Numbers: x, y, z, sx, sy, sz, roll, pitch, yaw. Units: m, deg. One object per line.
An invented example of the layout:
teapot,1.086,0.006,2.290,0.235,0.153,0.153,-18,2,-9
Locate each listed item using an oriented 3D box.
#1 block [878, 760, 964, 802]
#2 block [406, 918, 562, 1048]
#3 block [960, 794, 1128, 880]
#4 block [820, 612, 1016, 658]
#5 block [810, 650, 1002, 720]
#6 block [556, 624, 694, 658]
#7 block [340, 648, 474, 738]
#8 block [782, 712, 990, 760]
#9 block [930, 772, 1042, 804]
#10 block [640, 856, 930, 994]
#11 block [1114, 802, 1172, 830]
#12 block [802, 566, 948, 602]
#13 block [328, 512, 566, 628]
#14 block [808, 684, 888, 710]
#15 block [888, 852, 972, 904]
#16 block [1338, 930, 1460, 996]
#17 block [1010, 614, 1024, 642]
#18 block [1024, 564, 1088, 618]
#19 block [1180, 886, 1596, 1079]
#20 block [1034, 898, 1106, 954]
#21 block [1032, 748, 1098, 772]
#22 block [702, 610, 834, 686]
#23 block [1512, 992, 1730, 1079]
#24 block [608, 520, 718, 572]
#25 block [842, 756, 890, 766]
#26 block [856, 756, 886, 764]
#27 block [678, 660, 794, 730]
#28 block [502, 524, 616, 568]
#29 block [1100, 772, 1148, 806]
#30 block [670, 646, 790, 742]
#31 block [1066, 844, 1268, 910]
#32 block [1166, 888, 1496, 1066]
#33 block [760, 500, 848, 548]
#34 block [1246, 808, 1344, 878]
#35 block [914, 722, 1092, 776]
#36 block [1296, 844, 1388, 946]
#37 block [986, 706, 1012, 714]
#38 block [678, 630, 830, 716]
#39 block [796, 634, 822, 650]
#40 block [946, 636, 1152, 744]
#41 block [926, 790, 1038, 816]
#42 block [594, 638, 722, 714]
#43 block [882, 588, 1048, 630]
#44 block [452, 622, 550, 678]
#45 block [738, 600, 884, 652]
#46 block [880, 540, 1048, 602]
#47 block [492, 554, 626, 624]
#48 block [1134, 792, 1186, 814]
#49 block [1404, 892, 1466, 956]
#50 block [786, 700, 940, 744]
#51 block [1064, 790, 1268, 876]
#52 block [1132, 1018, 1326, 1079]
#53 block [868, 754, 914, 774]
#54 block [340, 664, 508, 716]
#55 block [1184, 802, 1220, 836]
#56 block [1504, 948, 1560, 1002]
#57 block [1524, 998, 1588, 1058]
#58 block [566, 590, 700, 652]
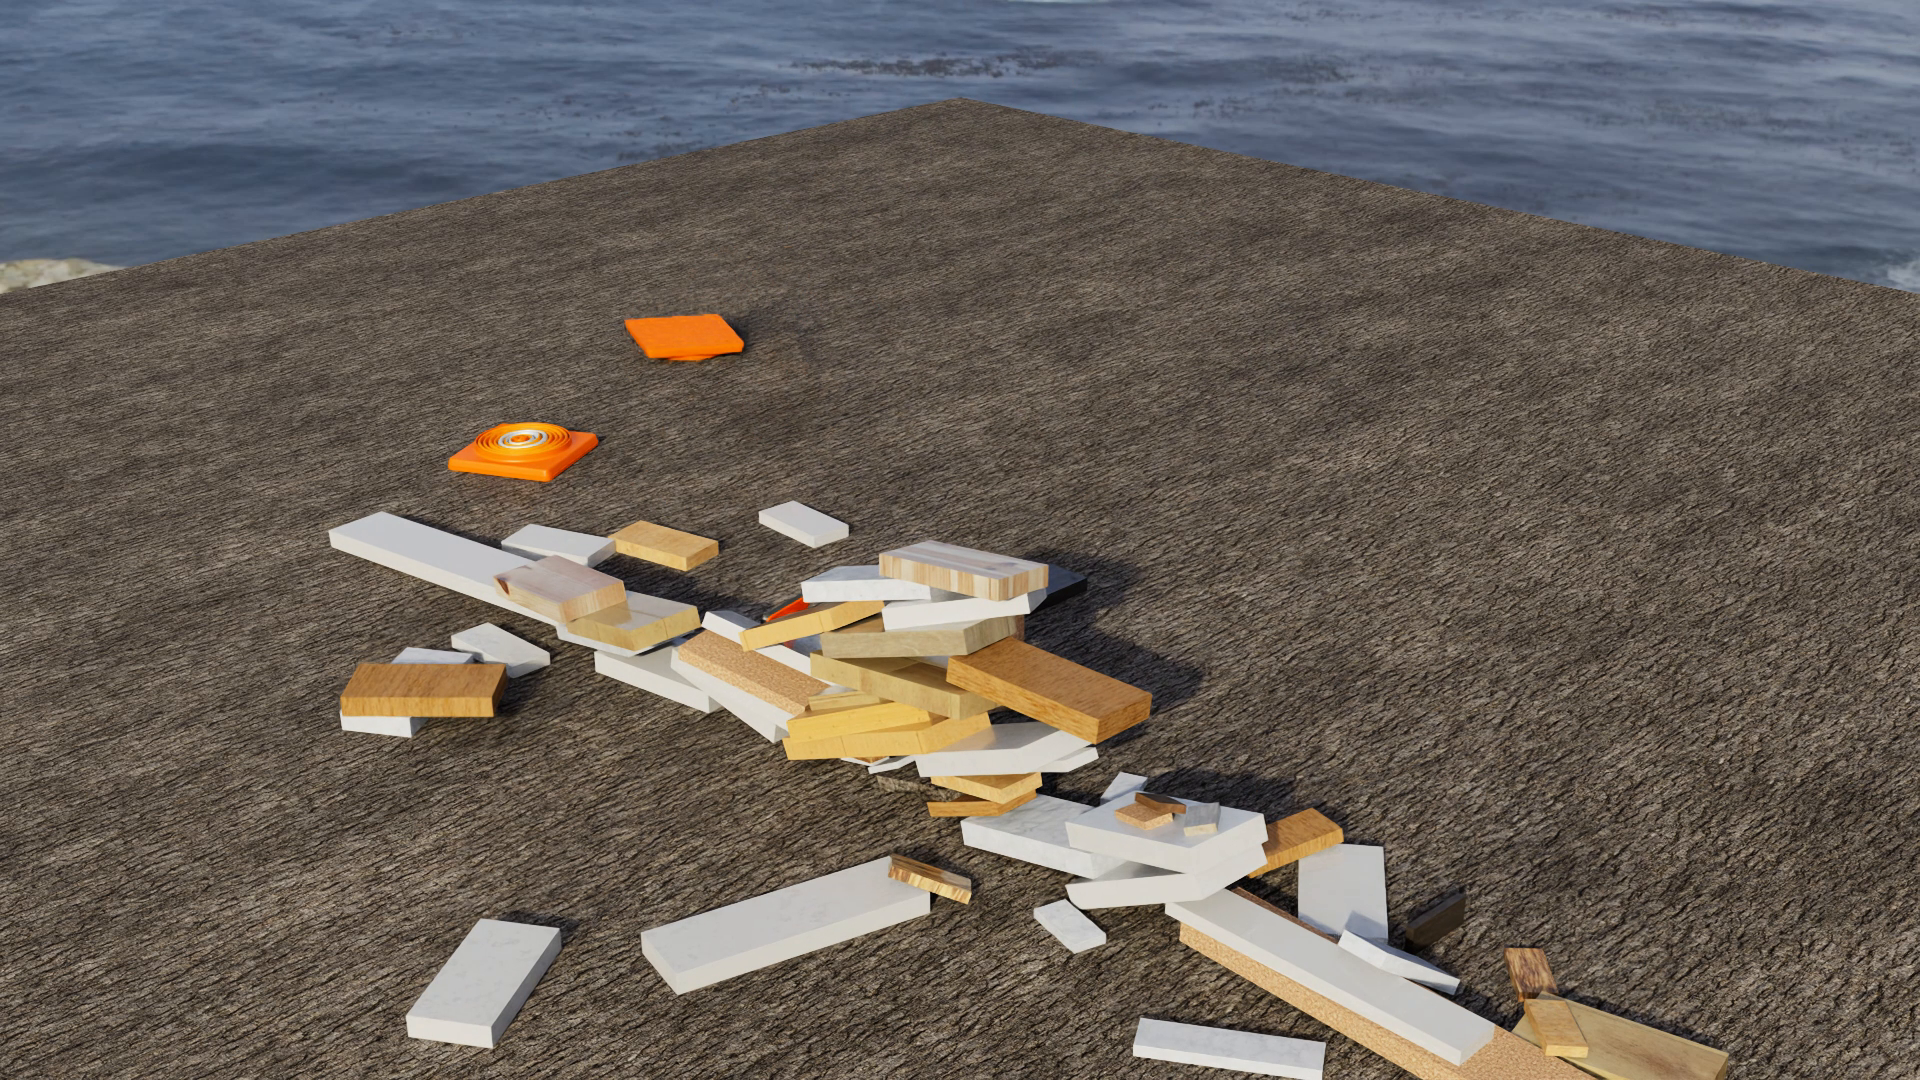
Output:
block,-0.060,0.491,4.498,0.106,0.030,0.212,-20,16,-39
block,-0.834,0.777,3.874,0.154,0.044,0.309,5,23,11
block,0.189,0.568,4.263,0.177,0.050,0.355,-20,18,-39
block,-0.085,0.188,4.425,0.357,0.051,0.179,-4,10,35
block,-0.092,0.272,4.430,0.421,0.051,0.179,13,20,42
block,-0.783,0.199,5.110,0.175,0.050,0.350,-21,17,-33
block,-1.229,0.337,4.908,0.163,0.046,0.326,5,24,12
block,-0.157,0.396,4.533,0.172,0.049,0.474,-21,7,-40
block,0.050,0.472,4.367,0.106,0.030,0.212,-20,19,-38
block,-0.316,0.704,4.046,0.515,0.044,0.154,-13,26,-28
block,0.335,0.504,4.023,0.057,0.016,0.113,-17,11,-23
block,-0.158,0.087,4.529,0.301,0.043,0.150,-2,11,29
block,-1.231,0.064,5.463,0.944,0.046,0.163,15,28,40
block,-0.207,0.315,4.564,0.207,0.029,0.103,-10,8,43
block,-0.057,0.637,4.142,0.158,0.022,0.079,20,9,-4
block,0.766,0.737,3.834,0.210,0.030,0.105,25,-1,-37
block,0.050,0.244,5.038,0.232,0.116,0.033,-19,29,-37
block,0.186,0.126,5.418,0.123,0.035,0.247,21,31,40
block,0.789,0.833,3.699,0.161,0.046,0.966,-20,32,-40
block,0.202,0.712,4.058,0.069,0.020,0.138,-13,26,-28
block,0.141,0.426,4.249,0.077,0.022,0.316,-20,6,-33
block,-0.382,0.238,4.787,0.353,0.035,0.123,23,7,19
block,1.095,0.862,3.670,0.321,0.046,0.161,15,27,31
block,-0.767,0.014,5.681,0.259,0.037,0.130,14,27,30
block,-0.201,0.456,4.643,0.098,0.014,0.049,6,21,44
block,-0.198,0.446,4.623,0.049,0.014,0.098,-19,18,-35
block,-0.433,0.300,4.788,0.336,0.048,0.168,26,32,27
block,-1.035,0.018,5.671,0.259,0.037,0.130,10,25,22
block,0.337,0.517,4.521,0.060,0.017,0.120,10,25,22
block,-0.458,0.316,4.855,0.350,0.050,0.175,31,36,34
block,0.375,0.614,4.039,0.177,0.050,0.355,-20,2,-38
block,0.629,0.738,3.807,0.615,0.030,0.105,23,32,39
block,-0.414,-0.043,5.819,0.116,0.033,0.232,-20,30,-38
block,0.622,0.583,4.245,0.210,0.030,0.105,-18,23,-19
block,0.080,0.405,4.270,0.172,0.049,0.344,-20,6,-36
block,0.714,0.671,4.121,0.161,0.046,0.321,3,23,8
block,0.111,0.334,4.928,0.247,0.035,0.123,-9,25,-20
block,-0.437,0.284,4.732,0.334,0.033,0.116,23,31,24
block,-0.283,0.284,4.935,0.259,0.130,0.037,7,-17,15
block,0.170,0.284,4.236,0.357,0.051,0.179,21,25,34
block,0.043,0.519,4.394,0.106,0.030,0.212,-20,7,-39
block,-0.643,0.292,5.008,0.350,0.050,0.175,16,28,33
block,0.010,0.127,4.406,0.301,0.043,0.150,-7,9,16
block,-1.070,0.256,5.120,0.241,0.029,0.104,20,30,39
block,-0.313,0.171,4.618,0.301,0.043,0.150,-15,3,45
block,0.006,0.059,4.367,0.309,0.044,0.154,12,18,39
block,-0.933,0.112,5.112,0.168,0.048,0.336,-21,22,-33
block,0.368,0.482,4.032,0.057,0.016,0.113,7,1,-17
block,0.870,0.704,4.025,0.161,0.060,0.017,-20,30,-39
block,-0.169,0.348,4.537,0.344,0.049,0.172,-12,7,31
block,0.373,0.531,4.019,0.177,0.050,0.355,-19,12,-33
block,0.454,0.859,3.708,0.316,0.022,0.079,5,24,12
block,-0.143,0.467,4.586,0.049,0.014,0.098,-22,3,-42
block,-1.169,0.328,4.810,0.326,0.046,0.163,0,23,0
block,0.434,0.499,3.935,0.057,0.016,0.113,-10,10,12
block,1.015,0.773,3.913,0.069,0.020,0.138,1,23,2
block,0.997,0.817,3.682,0.069,0.020,0.138,4,21,-3
block,-0.740,0.180,4.949,0.168,0.048,0.336,-21,17,-32
